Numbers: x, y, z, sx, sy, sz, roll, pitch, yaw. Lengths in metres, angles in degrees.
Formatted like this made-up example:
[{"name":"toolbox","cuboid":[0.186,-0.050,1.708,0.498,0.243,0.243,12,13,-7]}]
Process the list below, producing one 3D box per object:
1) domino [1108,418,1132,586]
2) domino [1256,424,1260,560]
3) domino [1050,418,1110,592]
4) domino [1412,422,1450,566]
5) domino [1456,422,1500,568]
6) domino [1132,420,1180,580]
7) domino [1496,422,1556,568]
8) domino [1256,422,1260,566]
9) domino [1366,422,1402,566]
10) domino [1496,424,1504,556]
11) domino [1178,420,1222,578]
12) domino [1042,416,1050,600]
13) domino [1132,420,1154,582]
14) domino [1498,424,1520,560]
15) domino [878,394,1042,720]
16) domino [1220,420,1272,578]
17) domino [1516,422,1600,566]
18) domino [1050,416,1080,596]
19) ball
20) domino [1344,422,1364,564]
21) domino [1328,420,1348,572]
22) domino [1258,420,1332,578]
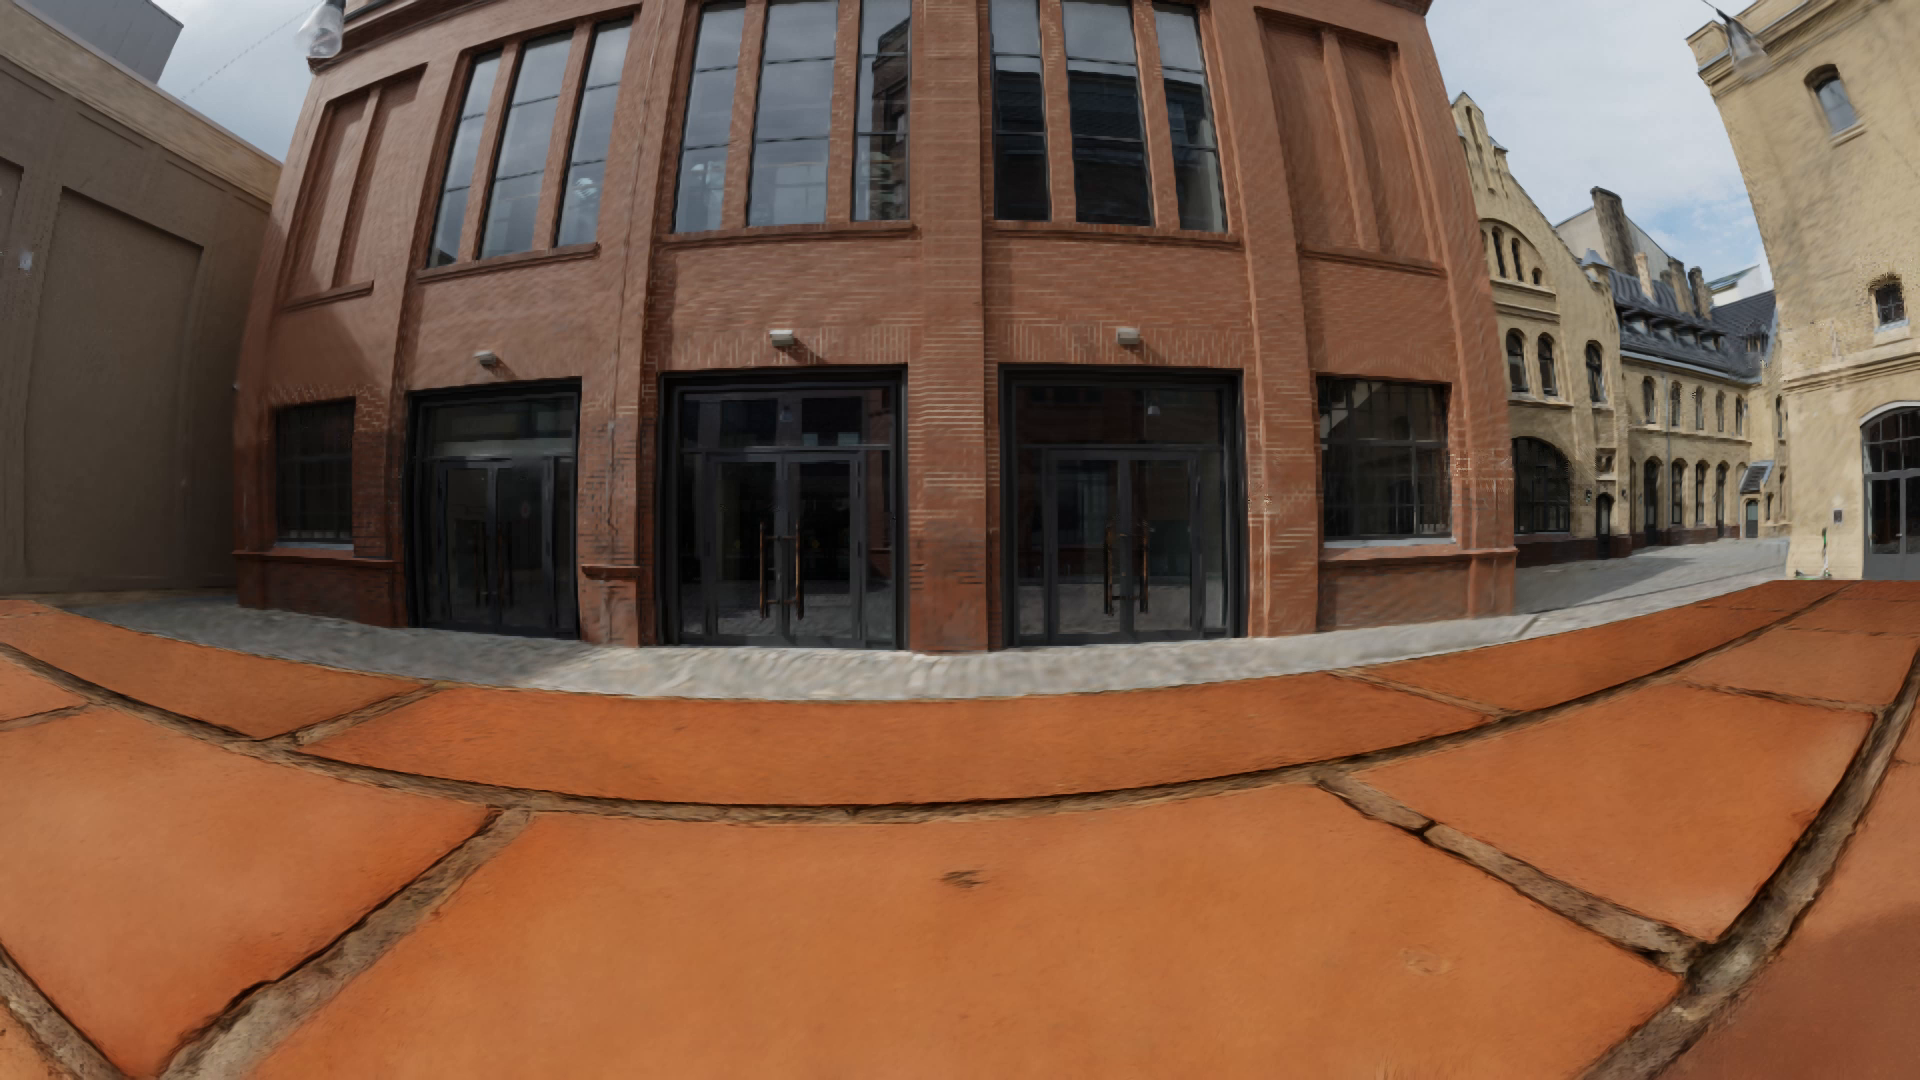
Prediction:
[{"name":"domino","cuboid":[0.039,-0.012,0.393,0.025,0.050,0.009,2,5,29]},{"name":"domino","cuboid":[0.120,-0.017,0.462,0.010,0.050,0.025,-4,6,-39]},{"name":"domino","cuboid":[0.031,-0.011,0.380,0.025,0.050,0.009,3,5,38]},{"name":"domino","cuboid":[0.167,-0.017,0.456,0.009,0.050,0.025,1,4,15]},{"name":"domino","cuboid":[0.182,-0.016,0.452,0.010,0.050,0.025,1,4,13]},{"name":"domino","cuboid":[0.061,-0.014,0.415,0.009,0.050,0.025,-1,4,-15]},{"name":"domino","cuboid":[0.196,-0.016,0.449,0.009,0.050,0.025,-1,4,-10]},{"name":"domino","cuboid":[0.117,-0.016,0.446,0.025,0.050,0.010,1,4,7]},{"name":"domino","cuboid":[0.152,-0.017,0.460,0.009,0.050,0.025,1,4,14]},{"name":"domino","cuboid":[0.212,-0.019,0.487,0.025,0.050,0.010,0,4,-7]},{"name":"domino","cuboid":[0.077,-0.014,0.416,0.009,0.050,0.025,0,4,-1]},{"name":"domino","cuboid":[0.012,-0.009,0.355,0.025,0.050,0.010,3,5,31]},{"name":"domino","cuboid":[0.048,-0.013,0.406,0.025,0.050,0.010,4,6,44]},{"name":"domino","cuboid":[0.213,-0.018,0.471,0.025,0.050,0.009,0,4,-1]},{"name":"domino","cuboid":[0.000,0.002,0.201,0.025,0.050,0.010,0,4,0]},{"name":"domino","cuboid":[0.093,-0.014,0.417,0.010,0.050,0.025,0,4,-2]},{"name":"domino","cuboid":[0.213,-0.017,0.456,0.025,0.050,0.010,2,5,29]},{"name":"domino","cuboid":[0.021,-0.010,0.368,0.025,0.050,0.010,3,5,39]},{"name":"ball","cuboid":[0.000,-0.002,0.056,0.080,0.080,0.080,0,4,0]},{"name":"domino","cuboid":[0.137,-0.017,0.463,0.010,0.050,0.025,0,4,3]},{"name":"domino","cuboid":[0.117,-0.015,0.433,0.025,0.050,0.010,1,5,19]},{"name":"domino","cuboid":[0.108,-0.014,0.417,0.009,0.050,0.025,-2,5,-21]}]
